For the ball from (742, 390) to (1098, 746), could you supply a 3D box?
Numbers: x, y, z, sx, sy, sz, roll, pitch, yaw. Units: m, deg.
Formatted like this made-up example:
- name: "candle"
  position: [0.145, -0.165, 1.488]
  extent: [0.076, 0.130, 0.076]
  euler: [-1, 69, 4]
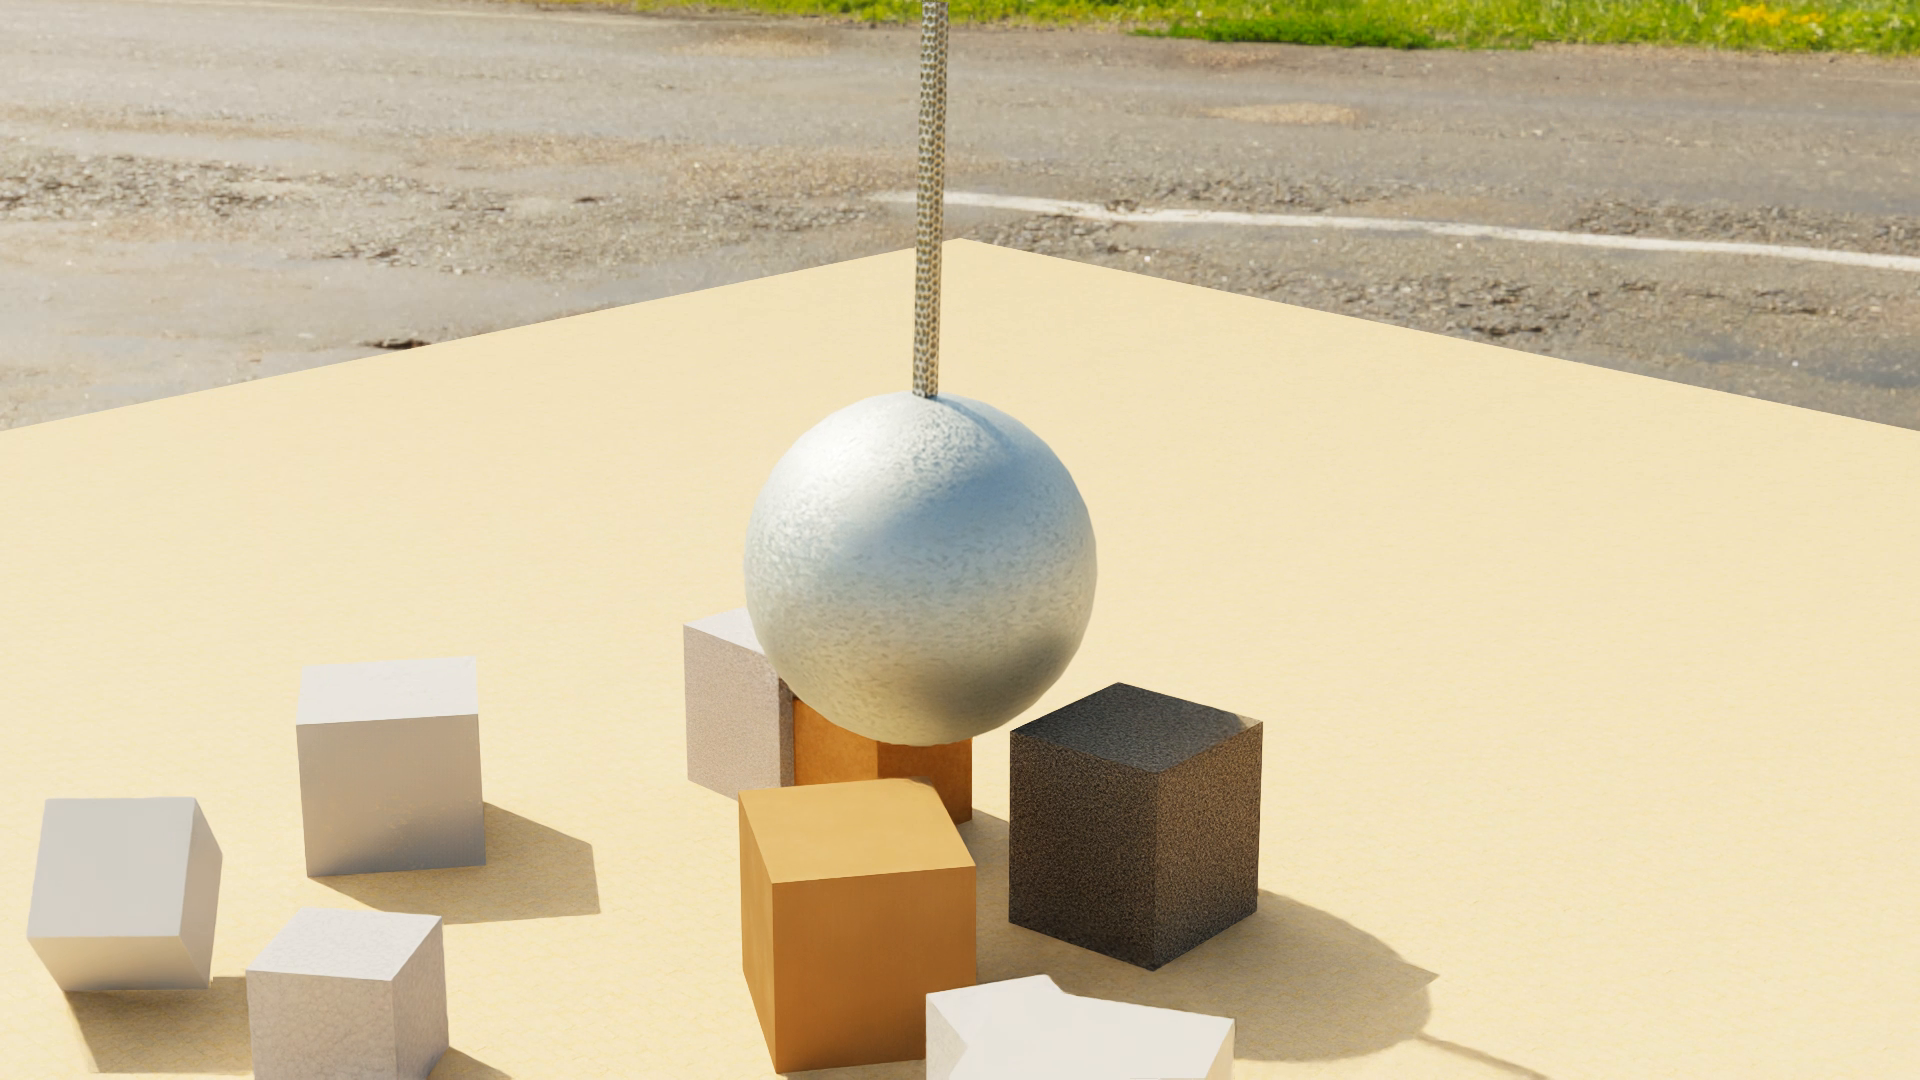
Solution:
- name: "ball"
  position: [-0.178, 0.125, 13.194]
  extent: [1.600, 1.600, 1.600]
  euler: [0, 17, 0]

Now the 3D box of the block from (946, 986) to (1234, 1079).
- name: "block"
  position: [0.433, 2.154, 10.053]
  extent: [0.817, 0.854, 0.851]
  euler: [6, 18, 16]

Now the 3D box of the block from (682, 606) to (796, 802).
- name: "block"
  position: [-0.848, 0.804, 14.421]
  extent: [0.712, 0.819, 0.715]
  euler: [-16, 23, -41]

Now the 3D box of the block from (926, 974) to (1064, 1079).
- name: "block"
  position: [0.185, 2.017, 11.006]
  extent: [0.489, 0.552, 0.483]
  euler: [-6, 19, -20]

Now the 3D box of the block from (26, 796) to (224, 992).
- name: "block"
  position: [-3.465, 1.477, 12.207]
  extent: [0.612, 0.603, 0.612]
  euler: [0, 61, -2]

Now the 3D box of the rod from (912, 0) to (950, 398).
- name: "rod"
  position: [-0.077, -3.146, 12.272]
  extent: [0.080, 5.200, 0.080]
  euler: [17, 22, 42]

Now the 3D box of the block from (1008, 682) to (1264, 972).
- name: "block"
  position: [0.770, 1.241, 12.886]
  extent: [0.785, 0.906, 0.794]
  euler: [14, 22, 37]

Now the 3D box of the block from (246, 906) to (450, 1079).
- name: "block"
  position: [-2.397, 1.843, 11.525]
  extent: [0.583, 0.573, 0.587]
  euler: [3, 18, 9]

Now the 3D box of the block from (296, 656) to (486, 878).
- name: "block"
  position: [-2.658, 1.051, 13.751]
  extent: [0.812, 0.748, 0.790]
  euler: [-3, 18, -9]

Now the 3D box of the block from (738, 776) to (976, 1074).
- name: "block"
  position: [-0.433, 1.557, 12.020]
  extent: [0.810, 0.822, 0.960]
  euler: [-4, 18, -11]

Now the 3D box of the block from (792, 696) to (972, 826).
- name: "block"
  position: [-0.368, 1.045, 14.004]
  extent: [0.597, 0.608, 0.611]
  euler: [-15, 23, -40]
